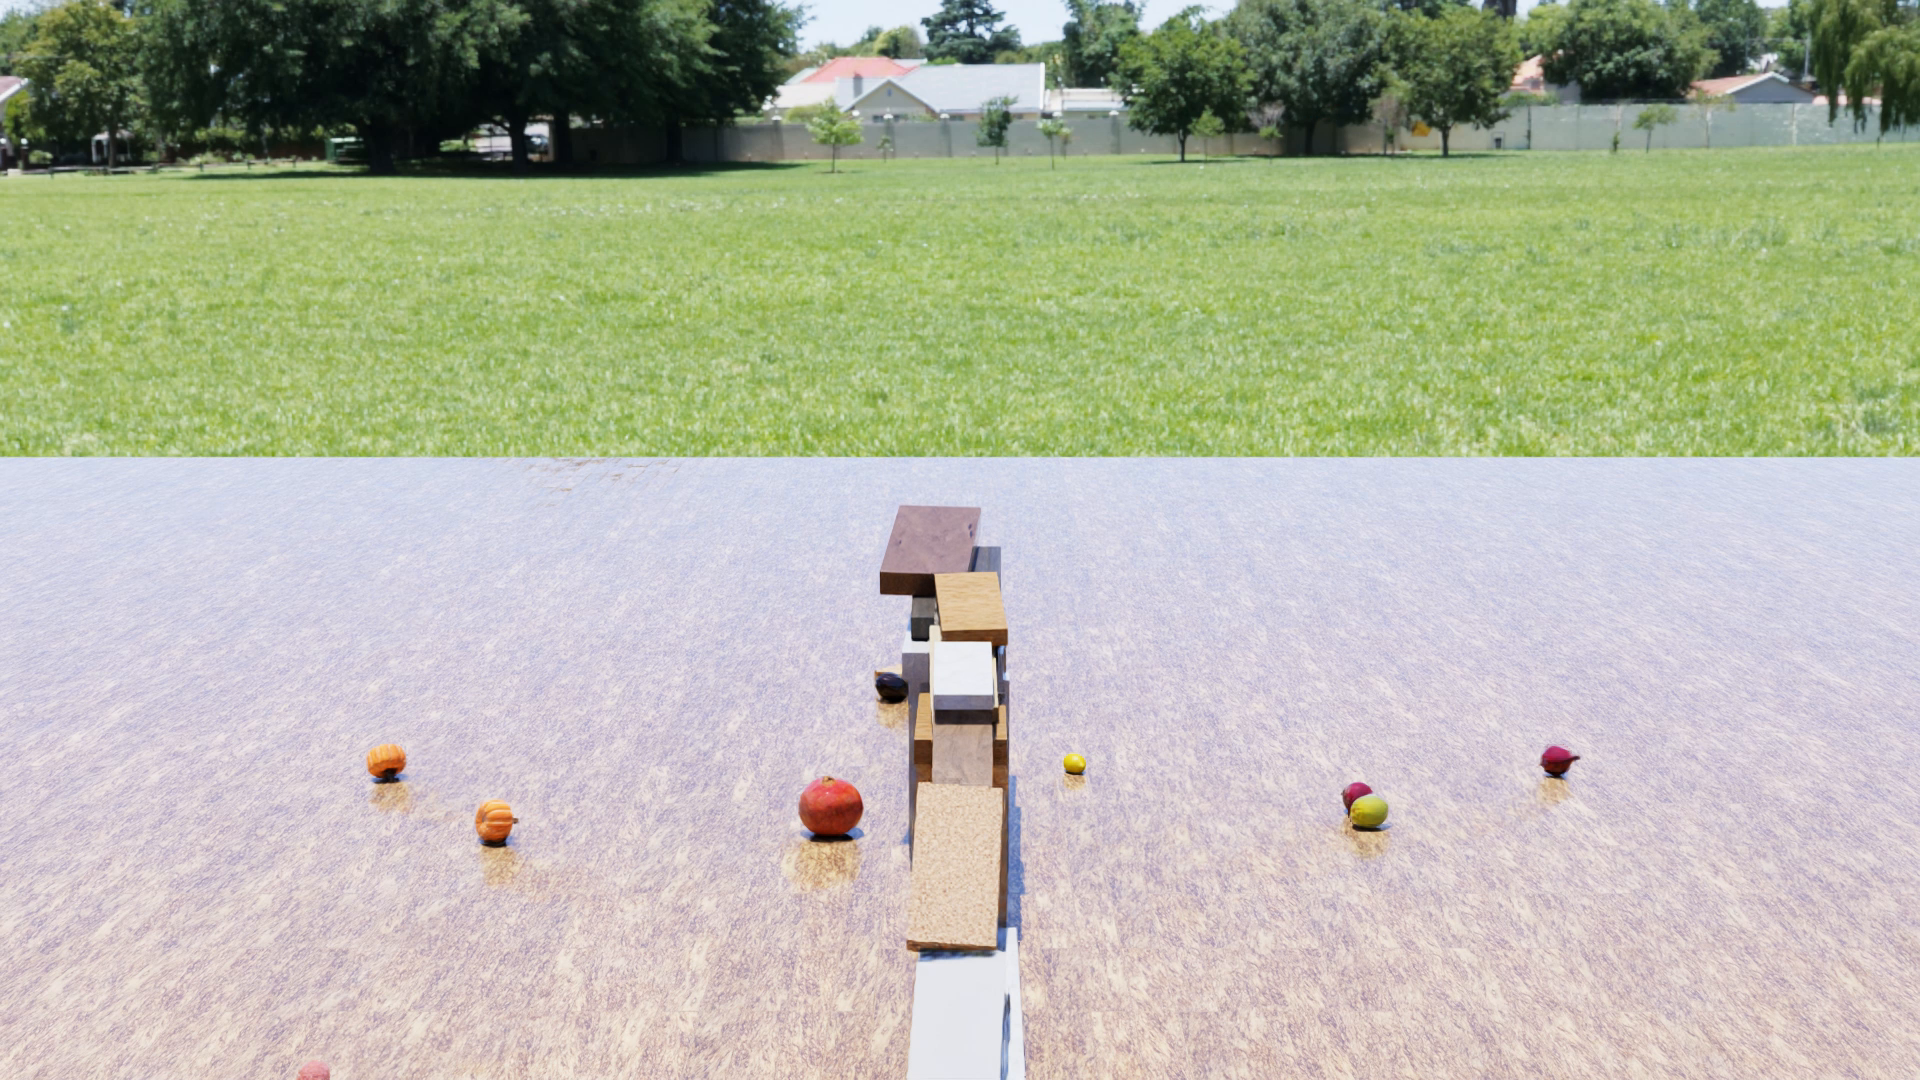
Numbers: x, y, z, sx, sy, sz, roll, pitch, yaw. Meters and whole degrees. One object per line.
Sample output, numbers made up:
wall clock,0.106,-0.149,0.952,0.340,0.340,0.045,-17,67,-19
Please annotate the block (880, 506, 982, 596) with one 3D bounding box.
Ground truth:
block,-0.050,0.017,3.972,0.153,0.043,0.306,2,24,5

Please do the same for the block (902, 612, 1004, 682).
block,-0.008,0.181,3.862,0.171,0.048,0.341,0,11,2

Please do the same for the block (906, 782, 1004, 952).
block,-0.006,0.447,3.001,0.118,0.237,0.034,4,-34,-1

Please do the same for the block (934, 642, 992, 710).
block,0.005,0.211,3.447,0.091,0.026,0.182,0,24,0

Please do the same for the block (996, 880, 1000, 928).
block,0.001,0.575,3.147,0.109,0.219,0.031,0,13,0

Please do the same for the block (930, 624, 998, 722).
block,0.005,0.215,3.574,0.107,0.030,0.214,0,35,-1

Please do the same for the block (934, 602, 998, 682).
block,0.009,0.171,3.687,0.107,0.030,0.214,0,40,1

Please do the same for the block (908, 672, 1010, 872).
block,-0.001,0.398,3.764,0.171,0.341,0.048,0,12,0

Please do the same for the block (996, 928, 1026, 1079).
block,0.022,0.632,2.964,0.118,0.034,0.237,2,47,-4

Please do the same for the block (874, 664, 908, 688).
block,-0.093,0.308,5.061,0.109,0.031,0.218,6,8,29

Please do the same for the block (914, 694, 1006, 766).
block,0.002,0.302,3.540,0.143,0.041,0.286,0,11,1

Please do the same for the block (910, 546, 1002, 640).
block,-0.004,0.092,3.908,0.153,0.043,0.306,0,23,1

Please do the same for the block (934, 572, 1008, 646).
block,0.017,0.114,3.673,0.107,0.030,0.214,-2,25,-4

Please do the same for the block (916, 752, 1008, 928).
block,0.003,0.480,3.476,0.143,0.286,0.041,0,11,0

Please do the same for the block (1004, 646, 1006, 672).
block,-0.002,0.354,4.001,0.171,0.341,0.048,0,7,0

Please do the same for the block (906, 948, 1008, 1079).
block,-0.004,0.648,2.872,0.118,0.034,0.237,1,50,5

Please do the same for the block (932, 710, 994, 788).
block,0.004,0.322,3.344,0.091,0.026,0.259,0,39,0

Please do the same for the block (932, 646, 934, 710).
block,0.001,0.236,3.493,0.091,0.026,0.182,0,38,0
